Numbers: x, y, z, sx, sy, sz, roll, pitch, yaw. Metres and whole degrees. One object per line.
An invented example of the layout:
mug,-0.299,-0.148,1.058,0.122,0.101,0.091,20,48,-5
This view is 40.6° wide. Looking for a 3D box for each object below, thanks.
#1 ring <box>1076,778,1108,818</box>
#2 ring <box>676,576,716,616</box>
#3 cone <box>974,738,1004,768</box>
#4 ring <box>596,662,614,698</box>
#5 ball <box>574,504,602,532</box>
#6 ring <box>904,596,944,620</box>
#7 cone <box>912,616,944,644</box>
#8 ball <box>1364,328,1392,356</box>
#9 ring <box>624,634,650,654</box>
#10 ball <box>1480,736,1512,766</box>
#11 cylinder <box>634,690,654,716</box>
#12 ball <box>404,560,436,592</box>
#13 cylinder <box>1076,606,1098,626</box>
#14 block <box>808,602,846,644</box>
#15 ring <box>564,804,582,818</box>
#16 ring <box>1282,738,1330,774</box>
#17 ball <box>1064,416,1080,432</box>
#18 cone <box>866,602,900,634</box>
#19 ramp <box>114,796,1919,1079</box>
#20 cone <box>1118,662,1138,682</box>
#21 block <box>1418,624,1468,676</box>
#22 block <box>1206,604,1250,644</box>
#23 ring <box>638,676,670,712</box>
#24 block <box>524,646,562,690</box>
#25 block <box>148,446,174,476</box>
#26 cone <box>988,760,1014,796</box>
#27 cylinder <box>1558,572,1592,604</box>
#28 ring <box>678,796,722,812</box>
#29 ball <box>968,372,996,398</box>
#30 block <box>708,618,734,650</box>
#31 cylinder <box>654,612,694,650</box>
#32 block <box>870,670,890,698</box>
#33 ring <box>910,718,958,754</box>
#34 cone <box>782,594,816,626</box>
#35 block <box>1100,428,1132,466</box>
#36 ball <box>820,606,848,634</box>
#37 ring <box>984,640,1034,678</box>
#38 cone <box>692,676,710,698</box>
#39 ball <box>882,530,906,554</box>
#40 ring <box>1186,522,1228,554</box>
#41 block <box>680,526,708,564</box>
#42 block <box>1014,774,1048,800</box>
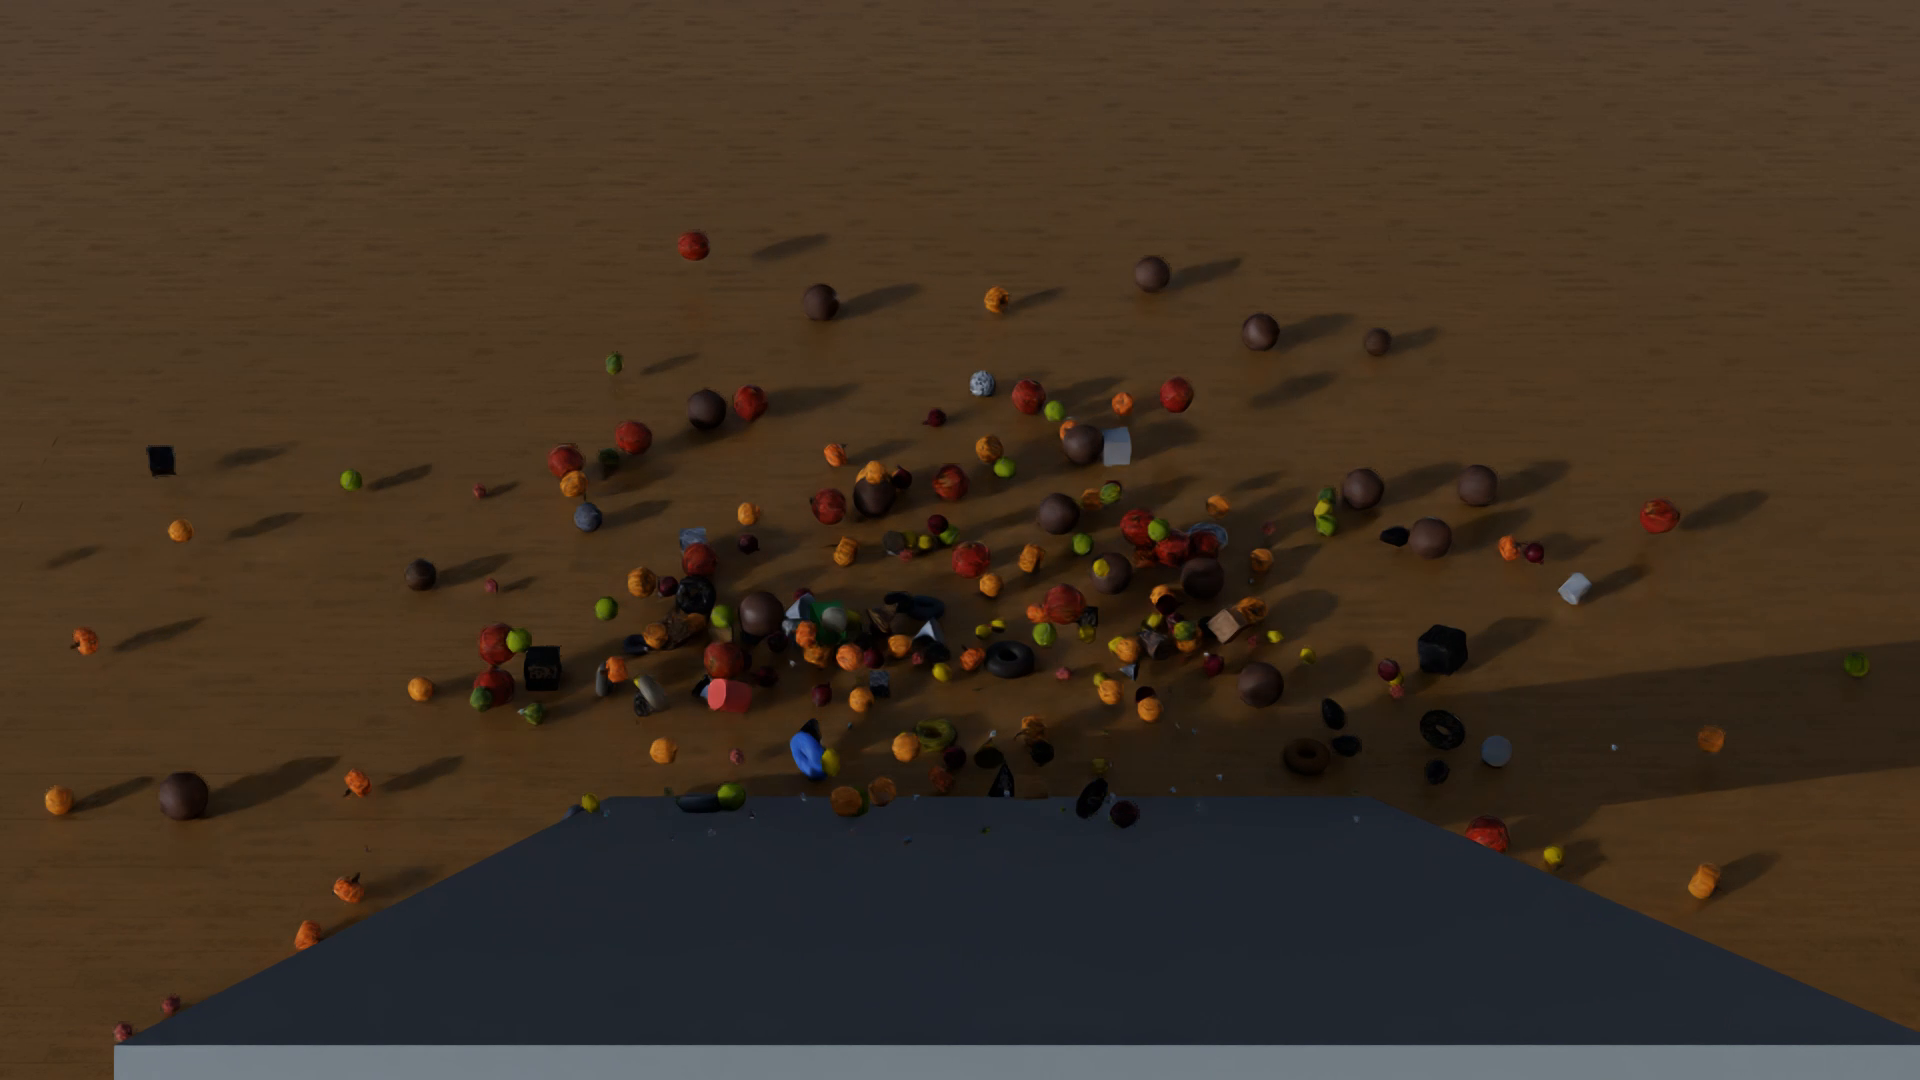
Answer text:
ring,0.300,0.587,5.902,0.034,0.102,0.102,32,45,21
ring,-0.770,0.162,7.565,0.122,0.122,0.041,5,11,7
cone,0.080,0.563,7.032,0.080,0.080,0.080,2,41,2
ring,-0.996,0.392,7.290,0.034,0.101,0.101,4,35,9
ball,-1.140,-0.069,7.960,0.088,0.088,0.088,0,35,0
ring,-0.105,0.200,7.604,0.122,0.041,0.122,6,24,-3
cone,-0.103,0.276,7.509,0.085,0.085,0.085,-22,31,16
ball,1.417,-0.672,8.817,0.096,0.096,0.096,0,35,0
ring,-0.932,0.300,7.485,0.078,0.026,0.078,0,34,0
ball,1.455,0.573,7.043,0.085,0.085,0.085,0,35,0
cylinder,-0.882,0.454,7.238,0.054,0.054,0.054,-3,32,-4
ball,-1.602,0.104,7.706,0.095,0.095,0.095,0,35,0
cylinder,0.369,0.223,7.555,0.057,0.057,0.057,-1,35,5
block,-0.382,0.240,7.508,0.087,0.087,0.087,-3,33,-18
ring,-0.978,0.708,6.494,0.034,0.103,0.103,34,38,-5
ring,0.941,0.587,7.060,0.130,0.043,0.130,1,36,-1
ball,0.365,-0.378,8.433,0.053,0.053,0.053,0,35,0
cone,-0.205,0.206,7.456,0.090,0.090,0.090,-39,47,-17
ramp,0.077,0.663,4.831,2.000,0.100,4.000,0,-2,0
cone,0.471,0.369,7.340,0.055,0.055,0.055,10,36,18
block,1.373,0.313,7.387,0.097,0.097,0.097,13,34,42
block,0.769,0.242,7.451,0.076,0.076,0.076,51,22,14
ring,-0.848,0.425,7.193,0.040,0.120,0.120,-39,41,3
block,-1.179,0.363,7.342,0.087,0.087,0.087,1,35,1
block,-2.503,-0.248,8.143,0.071,0.071,0.071,-6,76,-17
cone,0.119,0.631,6.896,0.093,0.093,0.093,0,-2,0
cylinder,1.812,0.142,7.647,0.069,0.069,0.069,-44,50,-14
ring,-0.632,0.641,6.320,0.109,0.036,0.109,1,-3,0
ball,0.073,-0.516,8.600,0.088,0.088,0.088,0,35,0
block,-0.687,0.272,7.489,0.068,0.068,0.068,0,35,0
cylinder,-0.817,0.261,7.423,0.082,0.082,0.082,-27,80,-33
block,-0.226,0.405,7.311,0.054,0.054,0.054,1,35,2
ring,-0.072,0.537,7.133,0.128,0.043,0.128,-1,36,1
cone,-0.481,0.213,7.594,0.100,0.100,0.100,-12,26,32
block,0.496,-0.298,8.290,0.086,0.086,0.086,-3,35,-5
ball,-0.358,0.230,7.411,0.081,0.081,0.081,0,35,0
ring,0.140,0.340,7.409,0.148,0.049,0.148,0,36,0
cone,-0.706,0.431,7.295,0.067,0.067,0.067,44,48,10
ball,-0.202,0.008,7.861,0.075,0.075,0.075,0,35,0
ring,0.752,-0.007,7.911,0.131,0.044,0.131,0,36,0
block,-0.802,0.017,7.839,0.078,0.078,0.078,-6,37,-7
block,0.185,0.641,6.755,0.062,0.062,0.062,1,-2,-32
